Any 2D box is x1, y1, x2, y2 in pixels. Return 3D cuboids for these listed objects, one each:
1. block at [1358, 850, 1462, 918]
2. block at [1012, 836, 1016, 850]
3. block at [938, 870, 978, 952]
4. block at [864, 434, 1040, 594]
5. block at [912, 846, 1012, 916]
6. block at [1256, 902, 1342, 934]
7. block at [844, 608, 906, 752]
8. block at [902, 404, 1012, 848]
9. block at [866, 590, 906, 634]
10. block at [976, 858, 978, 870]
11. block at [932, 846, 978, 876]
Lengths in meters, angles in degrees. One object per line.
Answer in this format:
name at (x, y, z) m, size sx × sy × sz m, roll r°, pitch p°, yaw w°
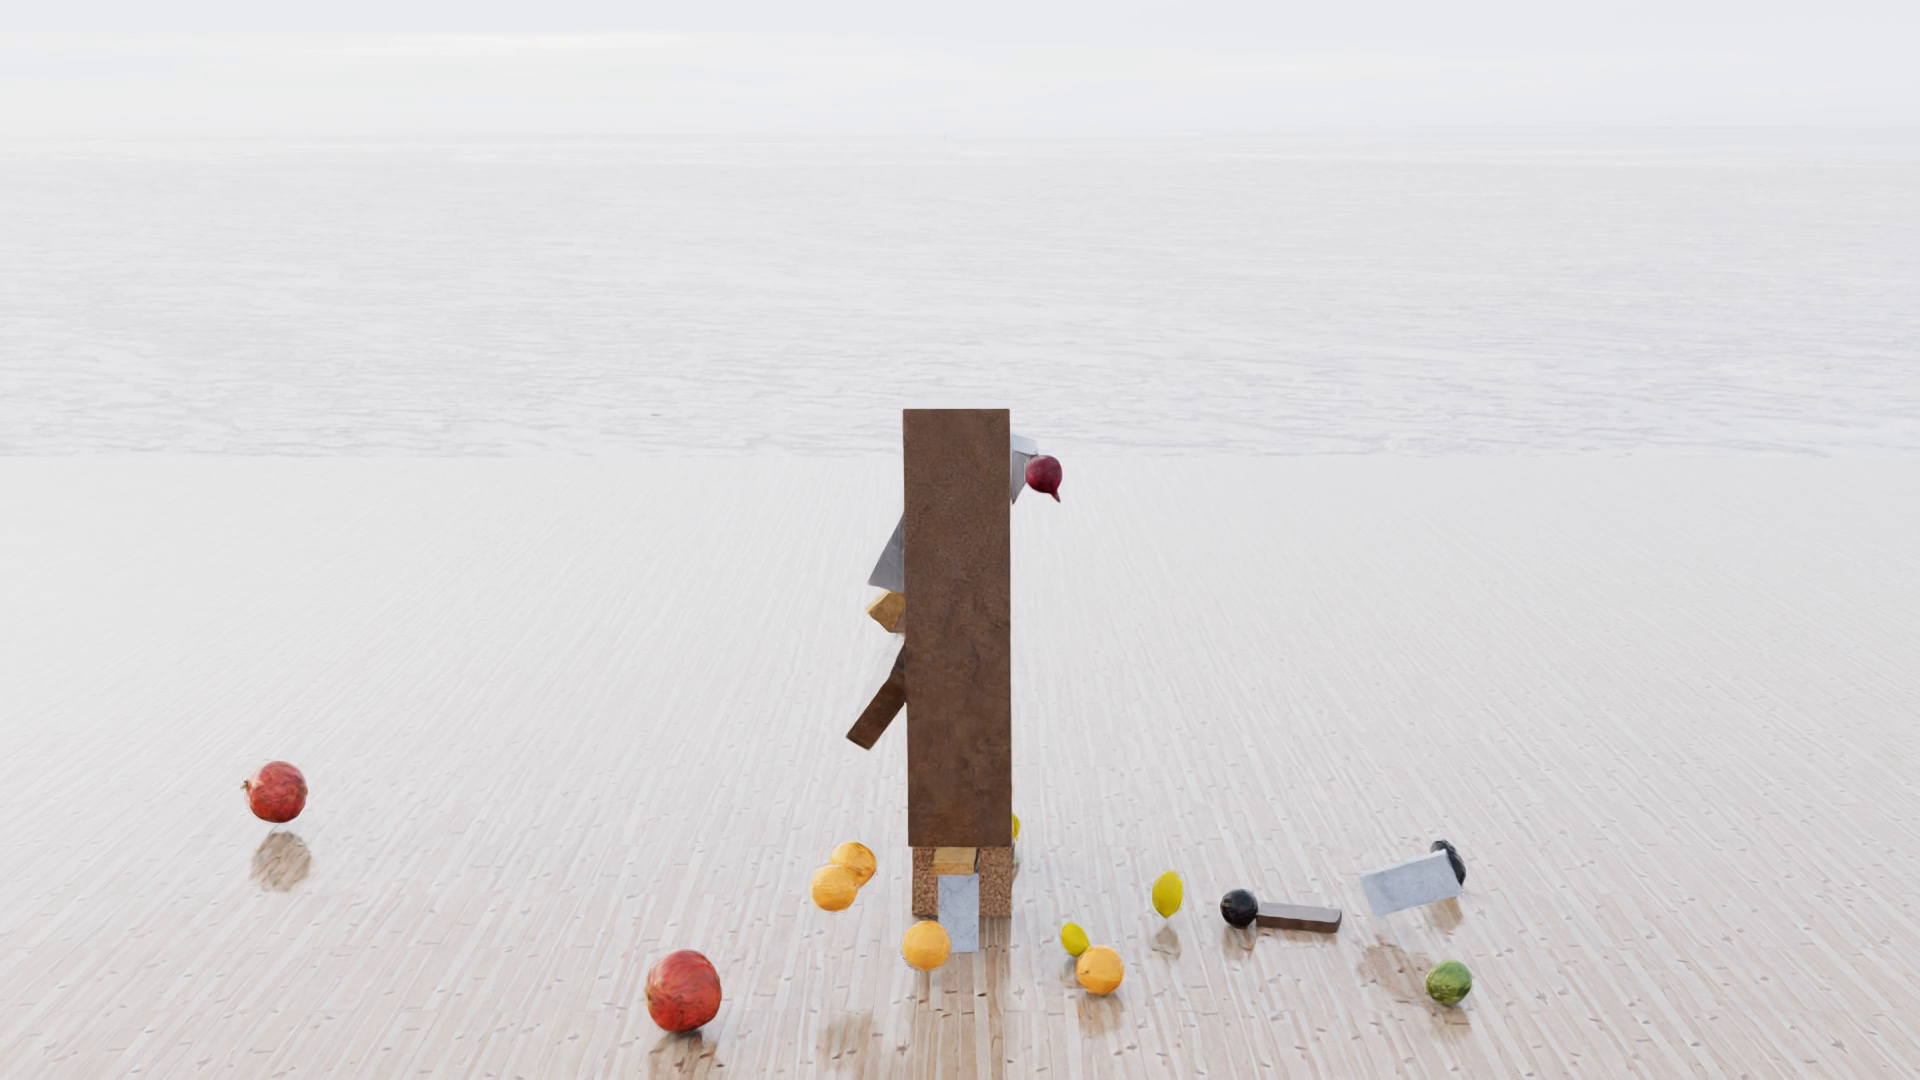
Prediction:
block at (0.713, 0.545, 3.488) m, size 0.143 × 0.072 × 0.020 m, roll -19°, pitch 9°, yaw 20°
block at (0.065, 0.518, 3.856) m, size 0.049 × 0.014 × 0.098 m, roll 2°, pitch -28°, yaw 12°
block at (-0.003, 0.574, 3.405) m, size 0.064 × 0.128 × 0.018 m, roll 0°, pitch 11°, yaw 0°
block at (-0.017, -0.043, 3.528) m, size 0.162 × 0.325 × 0.046 m, roll 15°, pitch 35°, yaw -20°
block at (0.003, 0.445, 3.561) m, size 0.161 × 0.321 × 0.046 m, roll 0°, pitch 6°, yaw 0°
block at (0.544, 0.606, 3.532) m, size 0.129 × 0.018 × 0.064 m, roll 3°, pitch 11°, yaw 16°
block at (-0.089, 0.184, 3.638) m, size 0.046 × 0.162 × 0.325 m, roll 31°, pitch 40°, yaw -6°
block at (-0.002, 0.137, 3.407) m, size 0.162 × 0.693 × 0.046 m, roll 0°, pitch 11°, yaw 3°
block at (-0.088, 0.097, 3.831) m, size 0.072 × 0.143 × 0.020 m, roll 42°, pitch 13°, yaw -25°
block at (-0.003, 0.557, 3.493) m, size 0.064 × 0.128 × 0.018 m, roll 1°, pitch 8°, yaw 3°
block at (-0.006, 0.493, 3.437) m, size 0.064 × 0.018 × 0.128 m, roll 1°, pitch 11°, yaw 4°
